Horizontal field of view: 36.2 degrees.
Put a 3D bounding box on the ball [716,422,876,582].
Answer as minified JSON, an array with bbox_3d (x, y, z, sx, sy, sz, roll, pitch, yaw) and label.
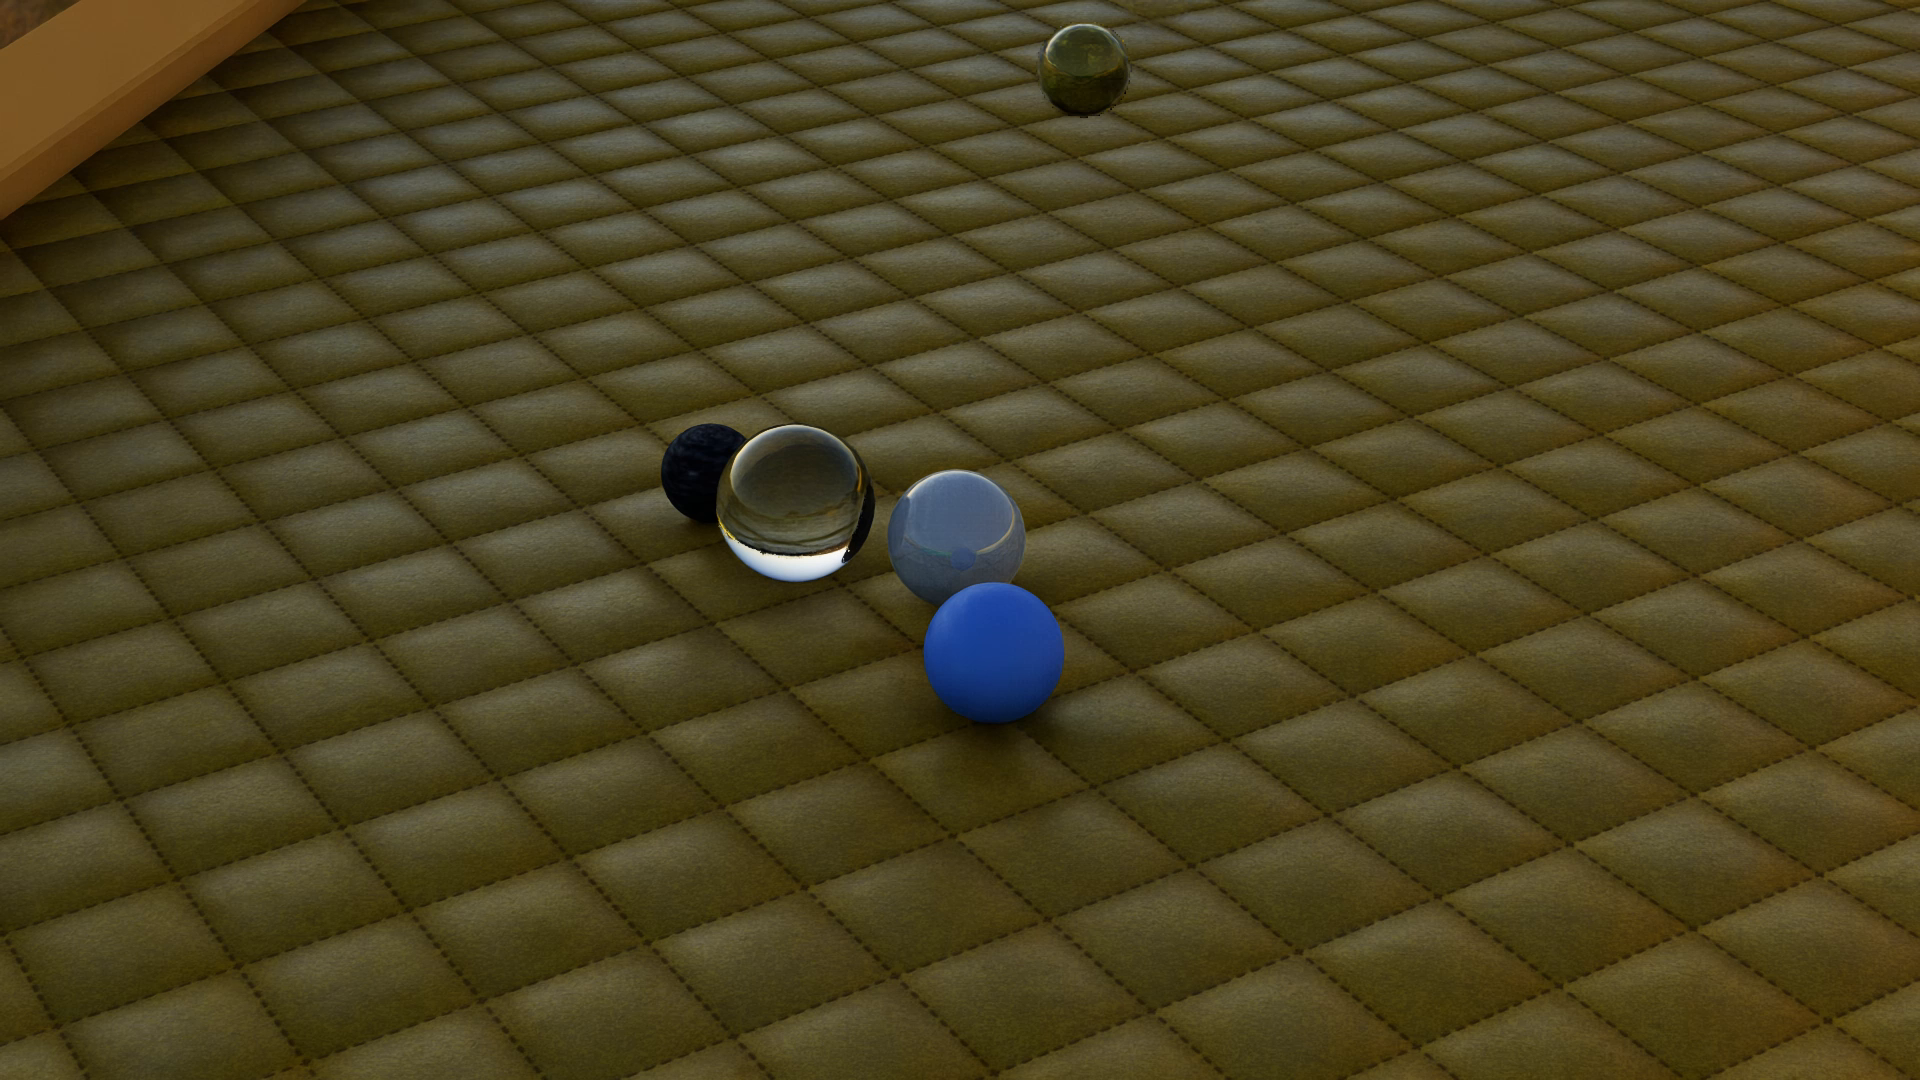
[{"bbox_3d":[-0.098,-0.022,1.758,0.096,0.096,0.096,0,28,0],"label":"ball"}]

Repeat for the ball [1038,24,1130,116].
[{"bbox_3d":[0.105,-0.399,2.493,0.077,0.077,0.077,0,28,0],"label":"ball"}]

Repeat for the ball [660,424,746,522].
[{"bbox_3d":[-0.155,-0.042,1.831,0.062,0.062,0.062,0,28,0],"label":"ball"}]

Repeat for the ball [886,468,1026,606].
[{"bbox_3d":[-0.002,-0.001,1.731,0.082,0.082,0.082,0,28,0],"label":"ball"}]

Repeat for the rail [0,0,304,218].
[{"bbox_3d":[-0.633,-0.495,2.623,0.045,0.124,3.418,6,28,11],"label":"rail"}]

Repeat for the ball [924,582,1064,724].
[{"bbox_3d":[0.019,0.062,1.617,0.078,0.078,0.078,0,28,0],"label":"ball"}]
